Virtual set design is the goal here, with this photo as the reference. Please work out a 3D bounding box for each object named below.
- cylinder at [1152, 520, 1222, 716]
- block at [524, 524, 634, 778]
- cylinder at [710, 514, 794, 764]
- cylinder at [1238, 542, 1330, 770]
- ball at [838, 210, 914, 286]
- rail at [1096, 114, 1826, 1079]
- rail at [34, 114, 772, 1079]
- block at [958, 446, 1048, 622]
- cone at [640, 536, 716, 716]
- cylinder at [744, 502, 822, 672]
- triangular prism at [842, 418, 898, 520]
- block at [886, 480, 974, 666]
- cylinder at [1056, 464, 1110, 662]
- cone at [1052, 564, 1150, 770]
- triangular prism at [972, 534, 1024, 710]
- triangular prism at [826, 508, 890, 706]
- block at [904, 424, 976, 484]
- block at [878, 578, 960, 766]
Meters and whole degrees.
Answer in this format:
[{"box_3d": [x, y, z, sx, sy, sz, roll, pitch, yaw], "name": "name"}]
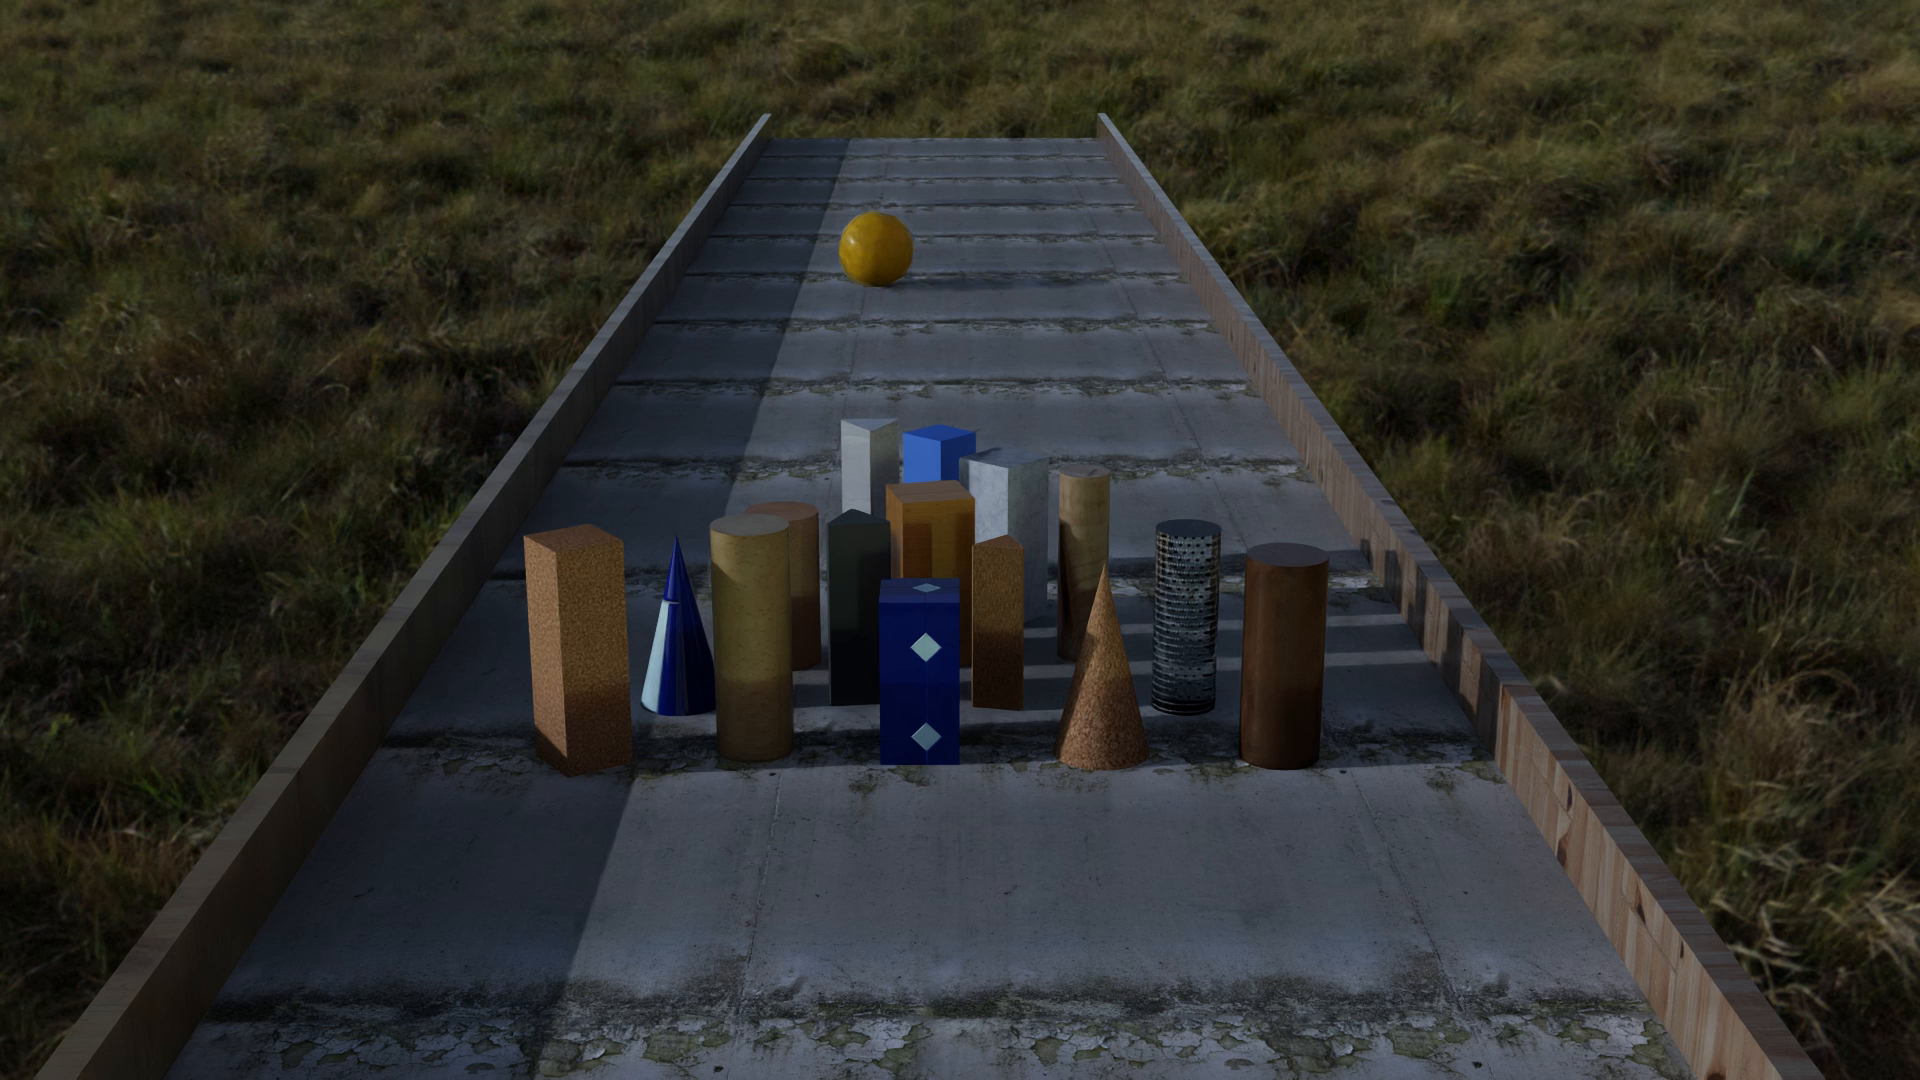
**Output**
[{"box_3d": [0.424, 0.145, 4.128, 0.121, 0.349, 0.121, 0, 17, 0], "name": "cylinder"}, {"box_3d": [-0.668, 0.193, 3.858, 0.127, 0.411, 0.127, -12, 20, -34], "name": "block"}, {"box_3d": [-0.368, 0.174, 3.904, 0.139, 0.420, 0.139, 0, 17, 0], "name": "cylinder"}, {"box_3d": [0.570, 0.205, 3.880, 0.144, 0.375, 0.144, 0, 17, 0], "name": "cylinder"}, {"box_3d": [-0.324, -1.129, 8.512, 0.291, 0.291, 0.291, 0, 17, 0], "name": "ball"}, {"box_3d": [0.932, -0.844, 7.801, 0.050, 0.150, 12.000, 0, 17, -1], "name": "rail"}, {"box_3d": [-1.118, -0.838, 7.780, 0.050, 0.150, 12.000, 0, 17, -1], "name": "rail"}, {"box_3d": [0.092, -0.007, 4.641, 0.133, 0.347, 0.133, 14, 22, 39], "name": "block"}, {"box_3d": [-0.528, 0.148, 4.147, 0.161, 0.333, 0.161, 0, 17, 0], "name": "cone"}, {"box_3d": [-0.352, 0.091, 4.377, 0.146, 0.309, 0.146, 0, 17, 0], "name": "cylinder"}, {"box_3d": [-0.173, -0.048, 4.657, 0.103, 0.416, 0.119, -11, 20, -32], "name": "triangular prism"}, {"box_3d": [-0.059, 0.069, 4.391, 0.145, 0.344, 0.145, -4, 17, -14], "name": "block"}, {"box_3d": [0.246, 0.047, 4.395, 0.101, 0.383, 0.101, 0, 17, 0], "name": "cylinder"}, {"box_3d": [0.253, 0.210, 3.898, 0.174, 0.355, 0.174, 0, 17, 0], "name": "cone"}, {"box_3d": [0.080, 0.154, 4.149, 0.097, 0.319, 0.084, 4, 17, 13], "name": "triangular prism"}, {"box_3d": [-0.196, 0.126, 4.175, 0.118, 0.358, 0.102, -3, 17, -9], "name": "triangular prism"}, {"box_3d": [-0.045, -0.080, 4.915, 0.114, 0.330, 0.114, 15, 22, 41], "name": "block"}, {"box_3d": [-0.071, 0.233, 3.912, 0.140, 0.302, 0.140, 0, 17, 0], "name": "block"}]
